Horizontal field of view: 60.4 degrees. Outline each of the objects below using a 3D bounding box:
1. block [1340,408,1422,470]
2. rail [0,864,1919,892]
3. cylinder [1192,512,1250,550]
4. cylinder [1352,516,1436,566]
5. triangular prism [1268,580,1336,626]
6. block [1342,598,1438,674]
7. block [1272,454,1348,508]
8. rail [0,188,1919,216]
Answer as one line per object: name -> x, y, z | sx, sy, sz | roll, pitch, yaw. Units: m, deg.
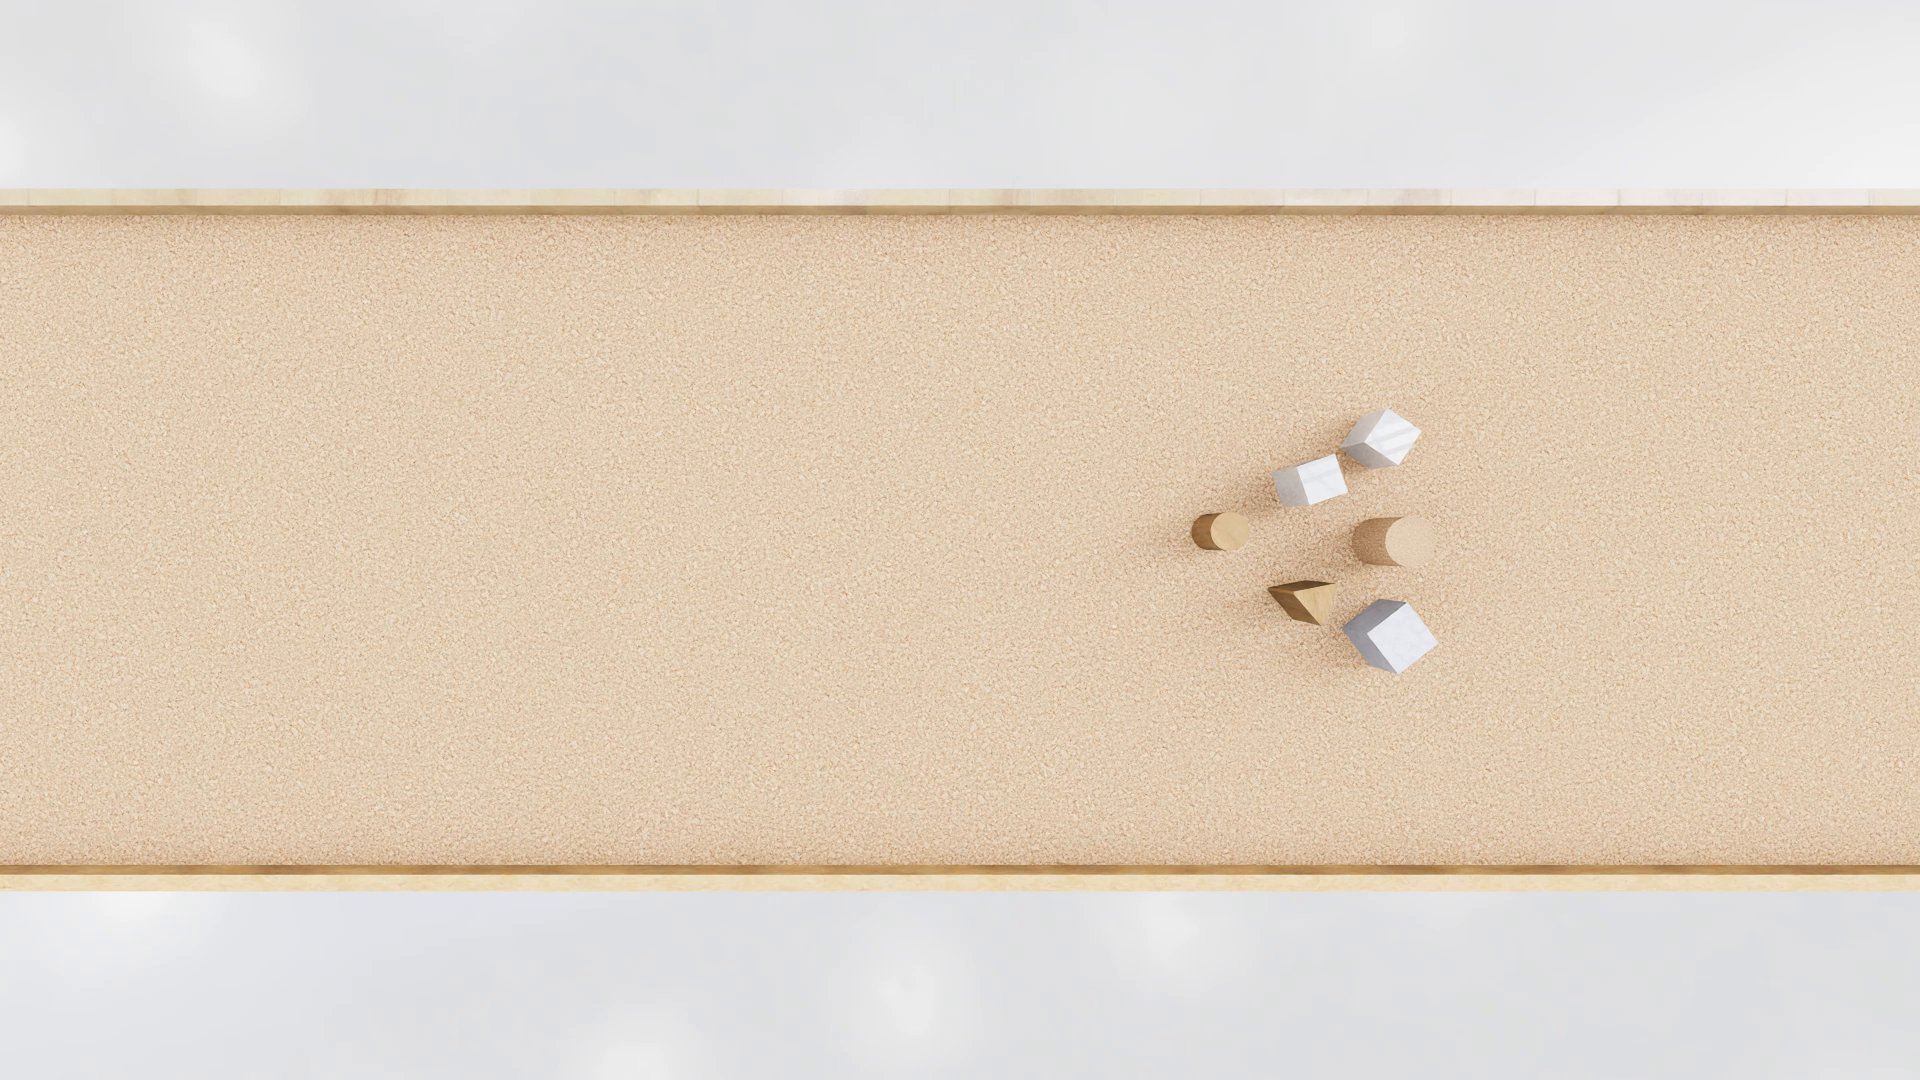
block -> 1.250, -0.298, 4.919 | 0.119, 0.315, 0.119 | 34, 90, 0
rail -> -2.247, 1.025, 5.001 | 12.000, 0.150, 0.050 | 0, 90, 0
cylinder -> 0.767, -0.025, 4.879 | 0.111, 0.395, 0.111 | 0, 90, 0
cylinder -> 1.277, 0.005, 4.875 | 0.144, 0.402, 0.144 | 0, 90, 0
triangular prism -> 1.027, 0.161, 4.872 | 0.108, 0.408, 0.125 | -41, 90, 0
block -> 1.276, 0.284, 4.915 | 0.148, 0.323, 0.148 | -38, 90, 0
block -> 1.030, -0.172, 4.882 | 0.114, 0.390, 0.114 | -19, 90, 0
rail -> -2.247, -1.025, 5.002 | 12.000, 0.150, 0.050 | 0, 90, 0
